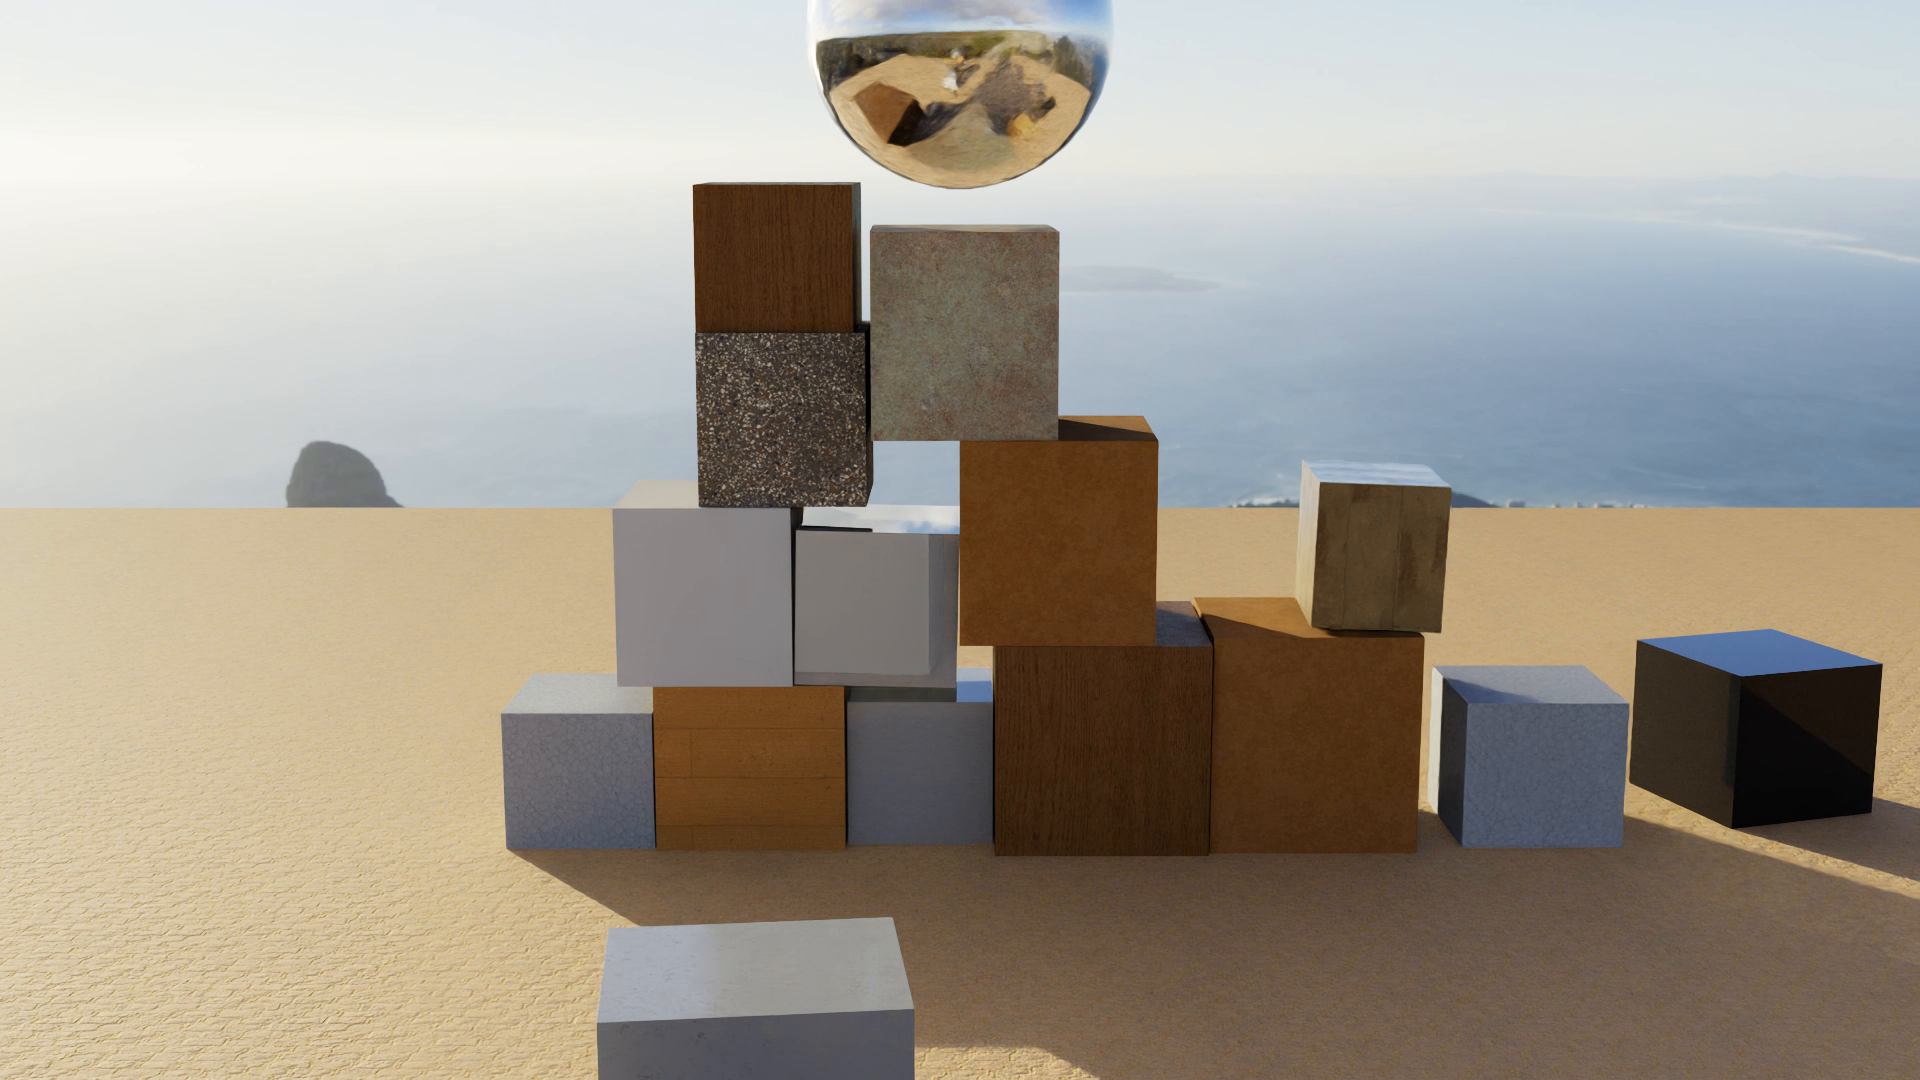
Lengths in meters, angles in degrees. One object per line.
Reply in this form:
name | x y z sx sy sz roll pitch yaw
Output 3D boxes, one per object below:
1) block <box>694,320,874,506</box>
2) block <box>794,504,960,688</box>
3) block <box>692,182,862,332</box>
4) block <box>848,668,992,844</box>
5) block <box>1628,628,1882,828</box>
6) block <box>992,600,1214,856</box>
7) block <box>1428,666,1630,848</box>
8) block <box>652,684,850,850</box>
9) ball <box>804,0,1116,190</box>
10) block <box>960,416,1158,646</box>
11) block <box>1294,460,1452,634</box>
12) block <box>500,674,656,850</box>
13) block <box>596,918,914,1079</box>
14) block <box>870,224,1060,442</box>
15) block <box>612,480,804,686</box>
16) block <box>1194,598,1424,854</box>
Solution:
block | -0.865 -0.649 11.057 0.821 0.848 0.781 0 10 0
block | -0.409 0.269 11.230 0.801 0.774 0.835 1 10 0
block | -0.892 -1.412 10.909 0.765 0.706 0.686 0 10 1
block | -0.200 1.108 11.402 0.727 0.740 0.726 0 10 0
block | 4.262 0.995 11.832 0.882 0.810 0.883 -3 11 -18
block | 0.705 0.949 11.363 1.062 1.068 1.082 0 10 0
block | 2.921 1.108 11.378 0.805 0.748 0.802 0 10 0
block | -1.046 1.060 11.380 0.945 0.843 0.895 0 10 0
ball | 0.000 -2.619 11.347 1.600 1.600 1.600 0 10 0
block | 0.480 -0.068 11.149 0.956 1.009 1.006 0 10 0
block | 2.091 0.018 11.222 0.641 0.732 0.796 2 10 2
block | -1.903 1.131 11.380 0.749 0.702 0.832 0 10 0
block | -0.641 1.805 6.933 0.931 0.969 0.787 -1 10 -6
block | 0.013 -1.051 10.948 0.899 0.996 0.933 0 10 -1
block | -1.260 0.203 11.236 0.866 0.893 0.919 0 10 0
block | 1.761 0.934 11.345 1.032 1.102 0.965 0 10 0
